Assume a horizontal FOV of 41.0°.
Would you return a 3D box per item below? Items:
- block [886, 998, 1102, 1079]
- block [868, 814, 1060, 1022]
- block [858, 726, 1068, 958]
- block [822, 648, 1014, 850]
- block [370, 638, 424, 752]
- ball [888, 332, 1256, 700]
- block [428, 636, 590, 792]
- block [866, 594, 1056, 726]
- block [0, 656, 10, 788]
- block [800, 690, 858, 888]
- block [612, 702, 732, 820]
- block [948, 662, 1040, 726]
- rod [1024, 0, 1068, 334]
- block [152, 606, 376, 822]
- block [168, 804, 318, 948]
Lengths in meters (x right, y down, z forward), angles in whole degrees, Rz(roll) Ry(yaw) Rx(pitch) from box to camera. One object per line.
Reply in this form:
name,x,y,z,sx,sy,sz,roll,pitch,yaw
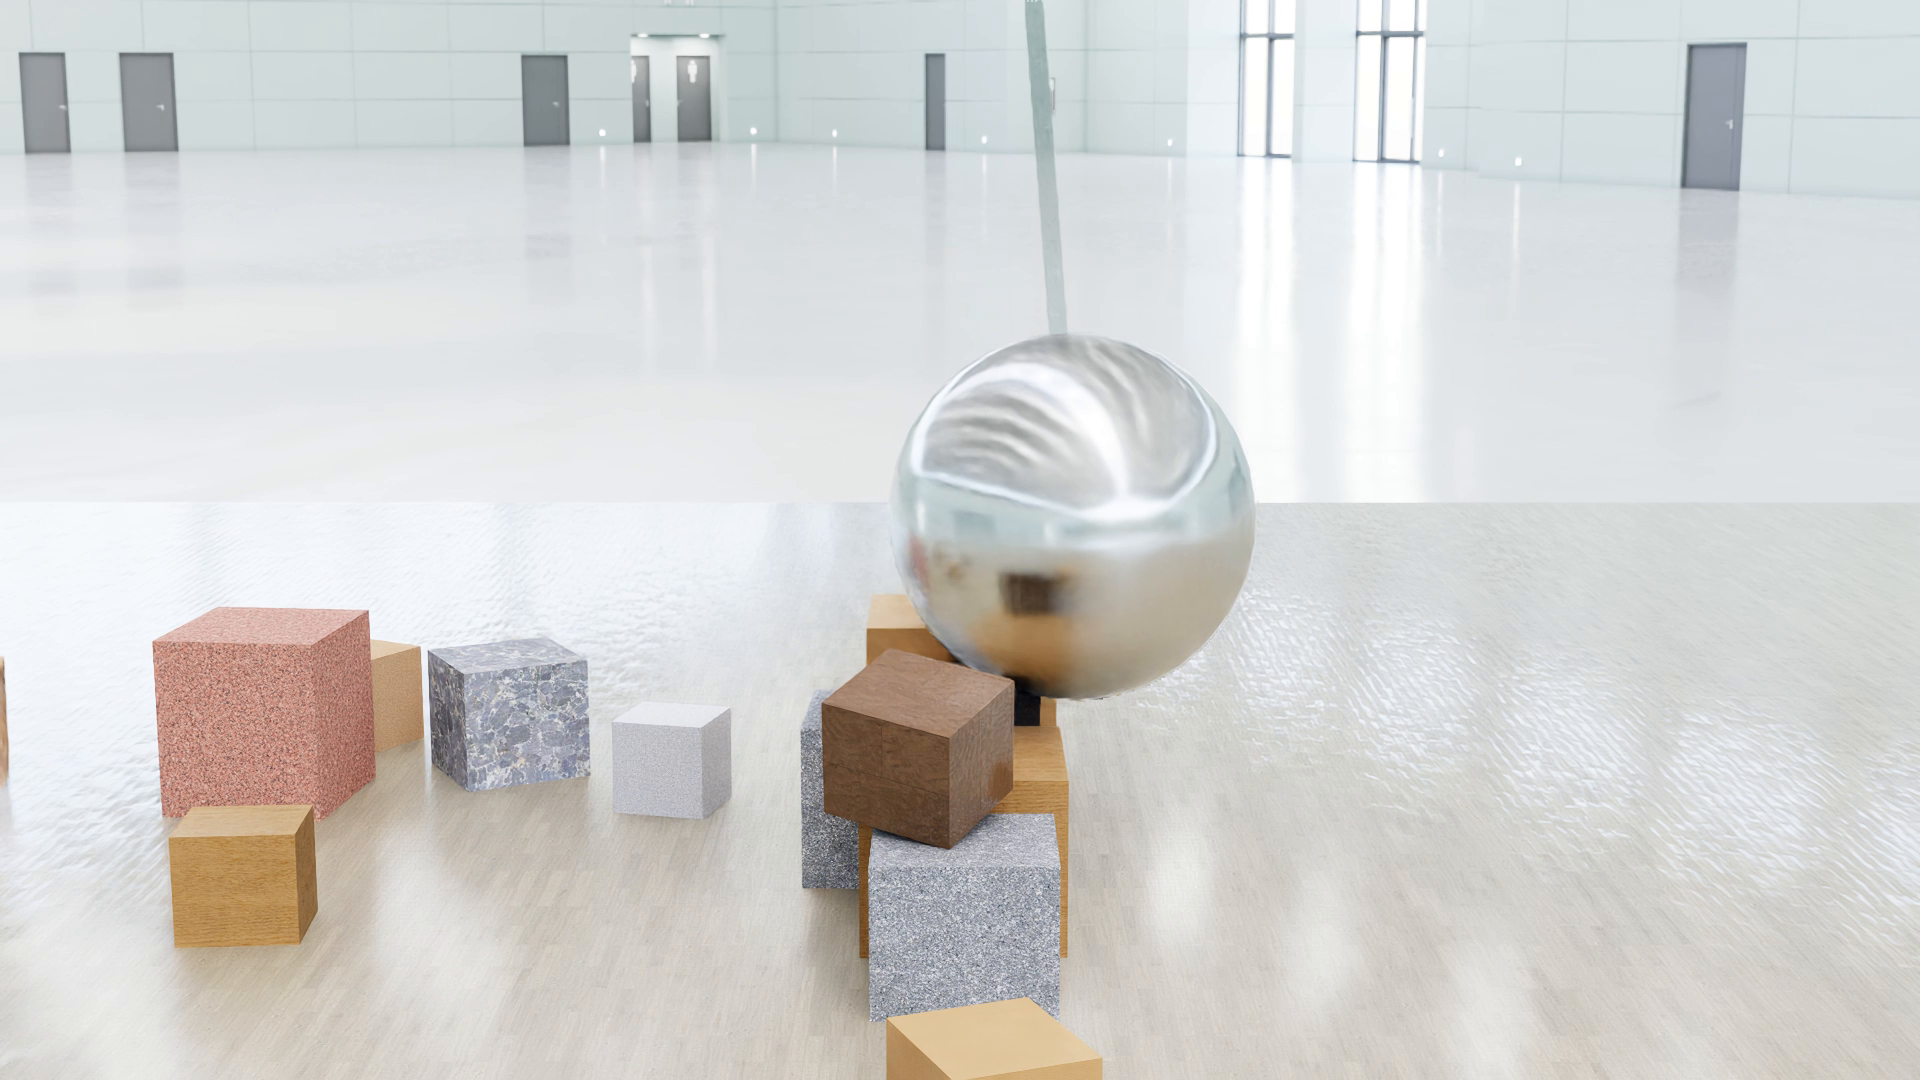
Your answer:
block,0.102,1.819,8.159,0.499,0.501,0.575,-4,11,-22
block,0.017,1.448,9.913,0.713,0.604,0.700,0,10,0
block,0.012,1.241,10.681,0.837,0.736,0.868,0,10,0
block,-0.159,0.801,9.948,0.558,0.487,0.516,13,28,26
block,-3.204,0.826,13.619,0.493,0.502,0.482,6,12,30
ball,0.487,-0.106,11.161,1.600,1.600,1.600,0,10,0
block,-2.300,0.877,13.069,0.639,0.599,0.620,-5,12,-28
block,0.008,0.783,12.804,0.917,0.879,0.797,0,10,0
block,-5.067,0.924,12.873,0.509,0.566,0.487,-2,10,-17
block,-0.291,1.105,11.485,0.772,0.716,0.726,0,10,2
block,-1.394,1.065,12.450,0.454,0.451,0.414,3,11,14
block,0.018,0.991,12.132,0.701,0.709,0.580,0,10,0
rod,0.211,-3.440,10.555,0.080,5.200,0.080,-5,10,1
block,-3.386,0.837,12.550,0.782,0.863,0.807,1,10,6
block,-2.961,1.387,10.630,0.500,0.467,0.440,-1,10,-4
